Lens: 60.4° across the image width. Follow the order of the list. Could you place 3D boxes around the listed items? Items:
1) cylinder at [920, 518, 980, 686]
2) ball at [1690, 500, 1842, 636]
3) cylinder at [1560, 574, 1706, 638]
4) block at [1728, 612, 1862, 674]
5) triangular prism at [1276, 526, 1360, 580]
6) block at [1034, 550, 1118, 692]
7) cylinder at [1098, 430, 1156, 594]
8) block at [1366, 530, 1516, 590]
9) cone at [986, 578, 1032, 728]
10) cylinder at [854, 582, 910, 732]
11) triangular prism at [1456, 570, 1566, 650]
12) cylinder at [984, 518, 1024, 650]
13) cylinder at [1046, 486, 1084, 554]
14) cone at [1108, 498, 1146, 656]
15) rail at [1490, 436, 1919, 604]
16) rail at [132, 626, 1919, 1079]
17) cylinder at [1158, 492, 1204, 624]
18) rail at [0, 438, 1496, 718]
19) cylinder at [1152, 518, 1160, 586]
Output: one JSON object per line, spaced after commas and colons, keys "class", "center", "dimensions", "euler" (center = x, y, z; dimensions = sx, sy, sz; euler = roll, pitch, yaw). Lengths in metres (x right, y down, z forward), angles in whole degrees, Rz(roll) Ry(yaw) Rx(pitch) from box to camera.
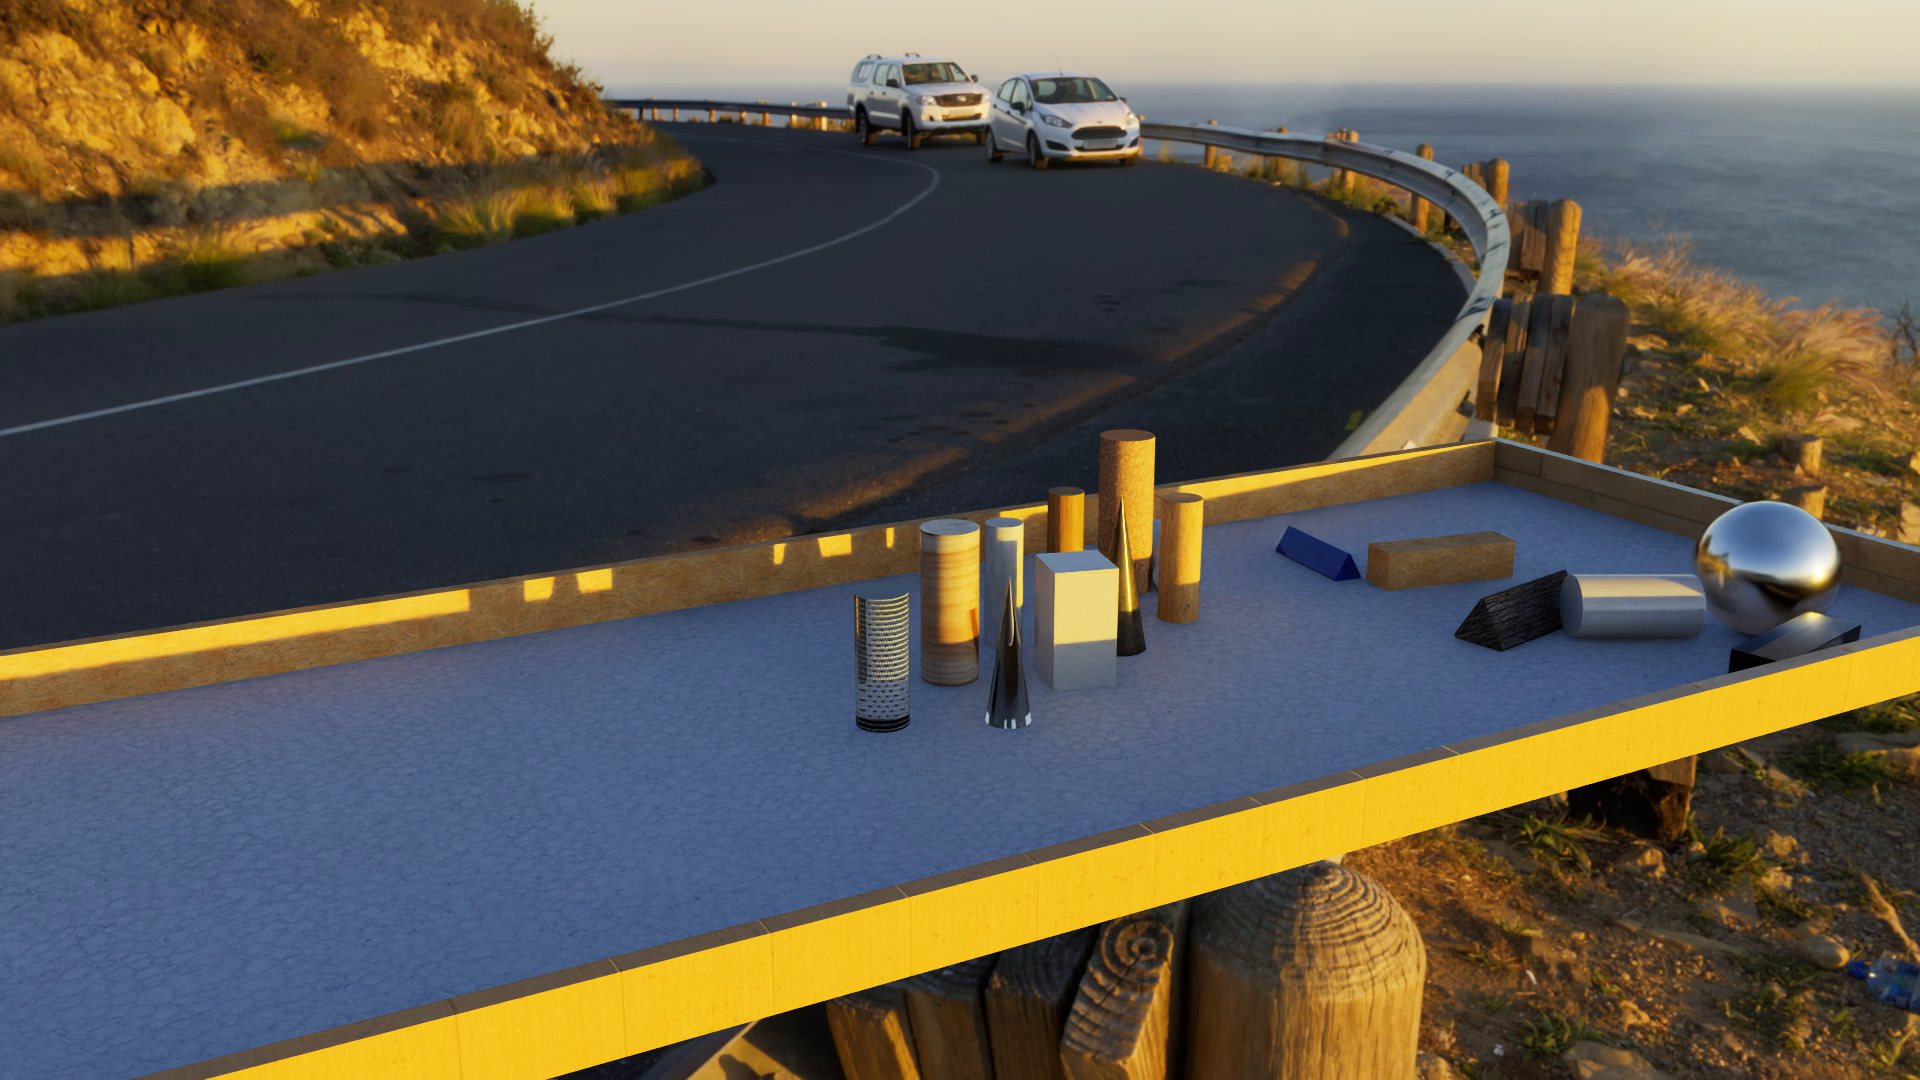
{"class": "cylinder", "center": [-0.025, 0.157, 4.124], "dimensions": [0.148, 0.393, 0.148], "euler": [0, 16, 0]}
{"class": "ball", "center": [2.170, 0.077, 4.443], "dimensions": [0.367, 0.367, 0.367], "euler": [0, 16, 0]}
{"class": "cylinder", "center": [1.812, 0.177, 4.450], "dimensions": [0.327, 0.170, 0.170], "euler": [0, 16, 0]}
{"class": "block", "center": [2.071, 0.301, 4.096], "dimensions": [0.429, 0.132, 0.132], "euler": [-14, 21, -39]}
{"class": "triangular prism", "center": [1.103, 0.035, 5.085], "dimensions": [0.092, 0.080, 0.331], "euler": [-7, 18, -20]}
{"class": "block", "center": [0.289, 0.199, 4.134], "dimensions": [0.164, 0.306, 0.164], "euler": [-4, 17, -14]}
{"class": "cylinder", "center": [0.484, -0.081, 4.816], "dimensions": [0.159, 0.460, 0.159], "euler": [0, 16, 0]}
{"class": "block", "center": [1.443, 0.061, 4.946], "dimensions": [0.434, 0.113, 0.113], "euler": [-5, 17, -17]}
{"class": "cone", "center": [0.115, 0.253, 3.855], "dimensions": [0.109, 0.361, 0.109], "euler": [0, 16, 0]}
{"class": "cylinder", "center": [-0.182, 0.274, 3.846], "dimensions": [0.128, 0.325, 0.128], "euler": [0, 16, 0]}
{"class": "triangular prism", "center": [1.537, 0.180, 4.506], "dimensions": [0.397, 0.127, 0.147], "euler": [-13, 21, -38]}
{"class": "cylinder", "center": [0.116, 0.115, 4.367], "dimensions": [0.101, 0.336, 0.101], "euler": [0, 16, 0]}
{"class": "cylinder", "center": [0.293, 0.035, 4.604], "dimensions": [0.101, 0.355, 0.101], "euler": [0, 16, 0]}
{"class": "cone", "center": [0.419, 0.082, 4.329], "dimensions": [0.150, 0.421, 0.150], "euler": [0, 16, 0]}
{"class": "rail", "center": [2.466, -0.048, 5.253], "dimensions": [0.050, 0.150, 2.100], "euler": [-9, 18, -27]}
{"class": "rail", "center": [-2.336, 1.006, 1.665], "dimensions": [12.000, 0.150, 0.050], "euler": [-9, 18, -27]}
{"class": "cylinder", "center": [0.610, 0.050, 4.573], "dimensions": [0.114, 0.346, 0.114], "euler": [0, 16, 0]}
{"class": "rail", "center": [-3.305, 0.497, 3.399], "dimensions": [12.000, 0.150, 0.050], "euler": [-9, 18, -27]}
{"class": "cylinder", "center": [0.624, 0.044, 5.005], "dimensions": [0.112, 0.112, 0.413], "euler": [0, 16, 2]}
